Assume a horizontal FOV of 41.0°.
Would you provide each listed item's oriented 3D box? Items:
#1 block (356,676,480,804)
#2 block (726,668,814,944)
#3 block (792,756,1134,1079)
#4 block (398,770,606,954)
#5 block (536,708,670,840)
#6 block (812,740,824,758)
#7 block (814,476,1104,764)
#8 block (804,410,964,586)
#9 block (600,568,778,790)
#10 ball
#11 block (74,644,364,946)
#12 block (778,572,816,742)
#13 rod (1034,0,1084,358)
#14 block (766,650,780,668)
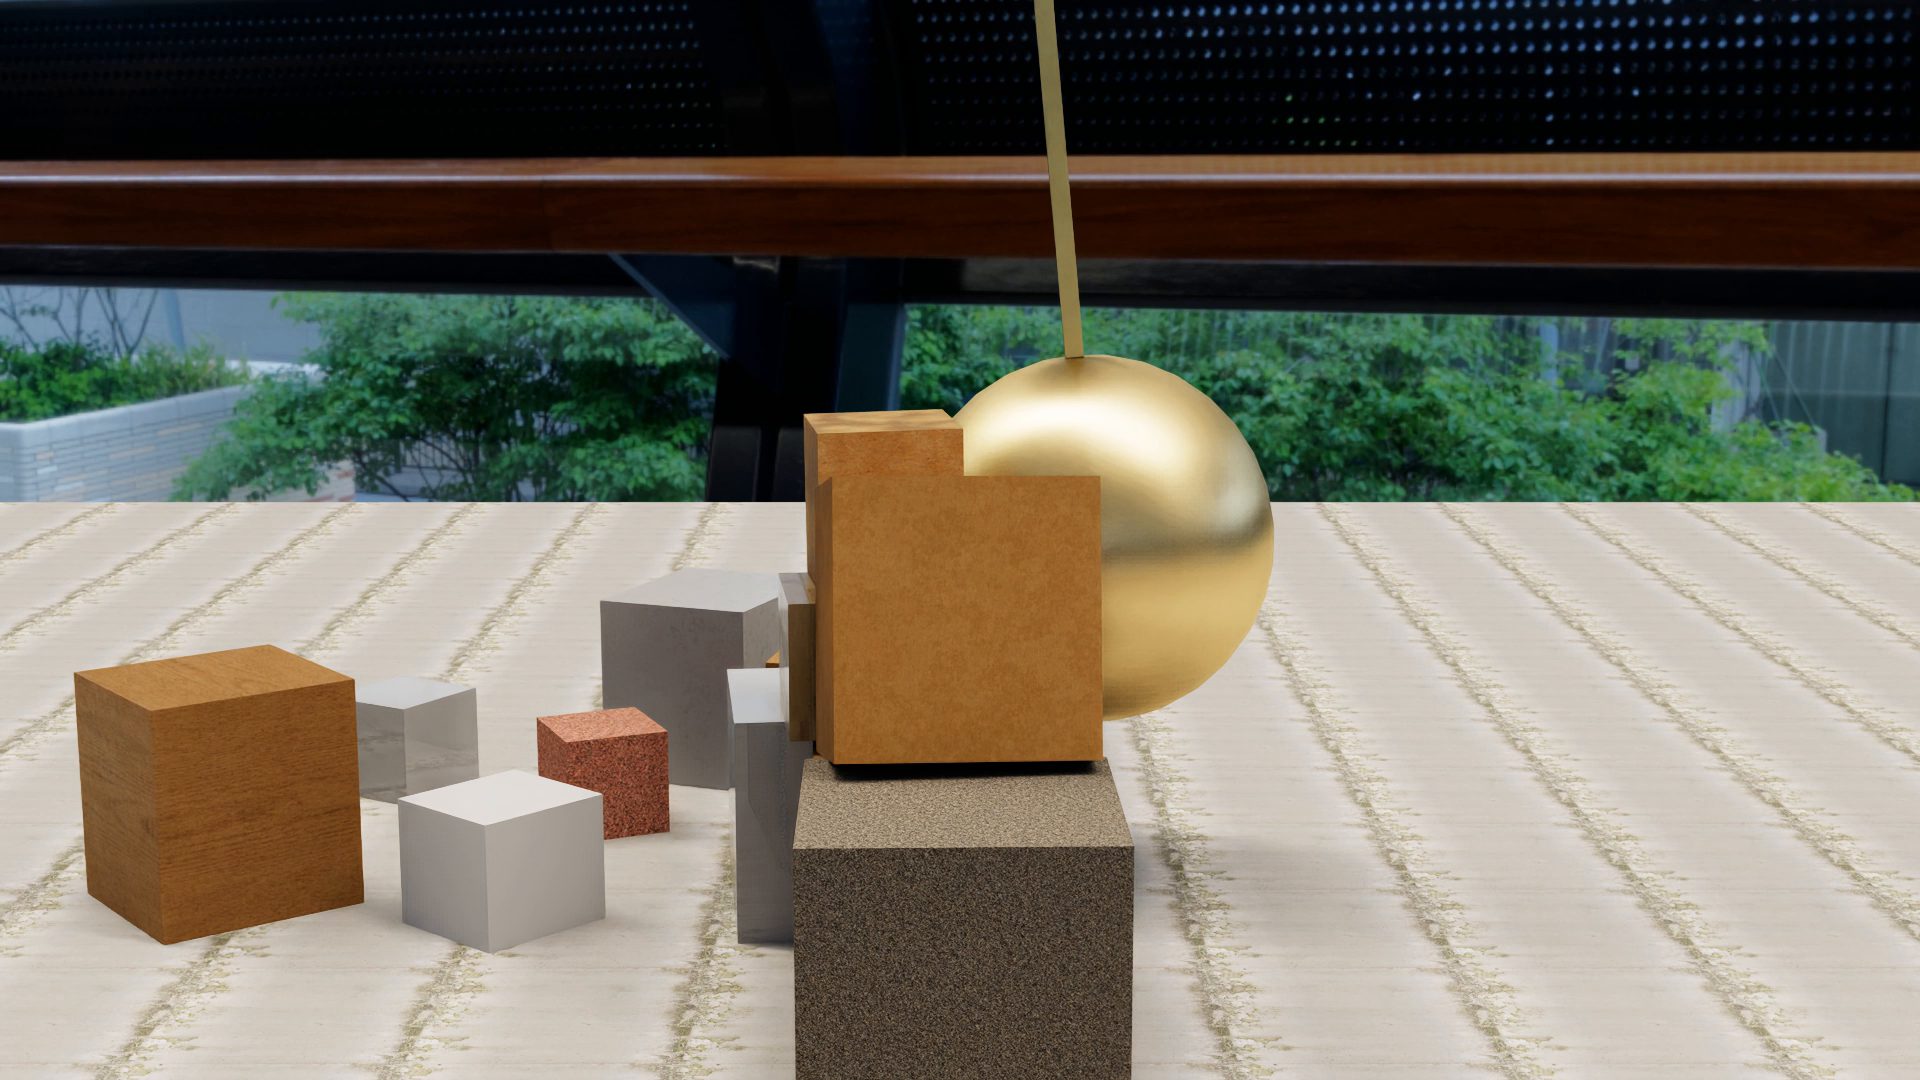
[{"bbox_3d":[-2.766,0.992,12.759,0.502,0.484,0.524,6,12,30],"label":"block"},{"bbox_3d":[-0.454,1.098,10.933,1.031,0.928,0.956,-1,10,-7],"label":"block"},{"bbox_3d":[-0.001,1.406,8.930,1.105,1.038,1.105,0,10,-1],"label":"block"},{"bbox_3d":[-1.914,1.332,10.734,0.582,0.538,0.613,9,14,41],"label":"block"},{"bbox_3d":[-1.689,1.106,12.124,0.486,0.486,0.511,-5,11,-24],"label":"block"},{"bbox_3d":[-0.067,1.291,9.989,1.000,0.886,0.989,-1,10,-3],"label":"block"},{"bbox_3d":[-0.027,0.294,9.558,0.961,1.016,0.915,0,-2,-7],"label":"block"},{"bbox_3d":[-0.309,-0.152,10.300,0.572,0.656,0.550,-2,11,-9],"label":"block"},{"bbox_3d":[-1.259,0.697,13.188,0.792,0.911,0.944,4,11,21],"label":"block"},{"bbox_3d":[0.568,-0.008,11.179,1.600,1.600,1.600,0,10,0],"label":"ball"},{"bbox_3d":[-3.170,1.060,10.981,0.884,0.985,0.866,-8,13,-38],"label":"block"},{"bbox_3d":[-0.407,0.455,10.339,0.606,0.549,0.642,-1,10,-7],"label":"block"},{"bbox_3d":[0.246,-3.338,10.573,0.080,5.200,0.080,-5,10,1],"label":"rod"},{"bbox_3d":[-0.315,0.914,12.045,0.953,0.892,1.047,2,10,10],"label":"block"}]
